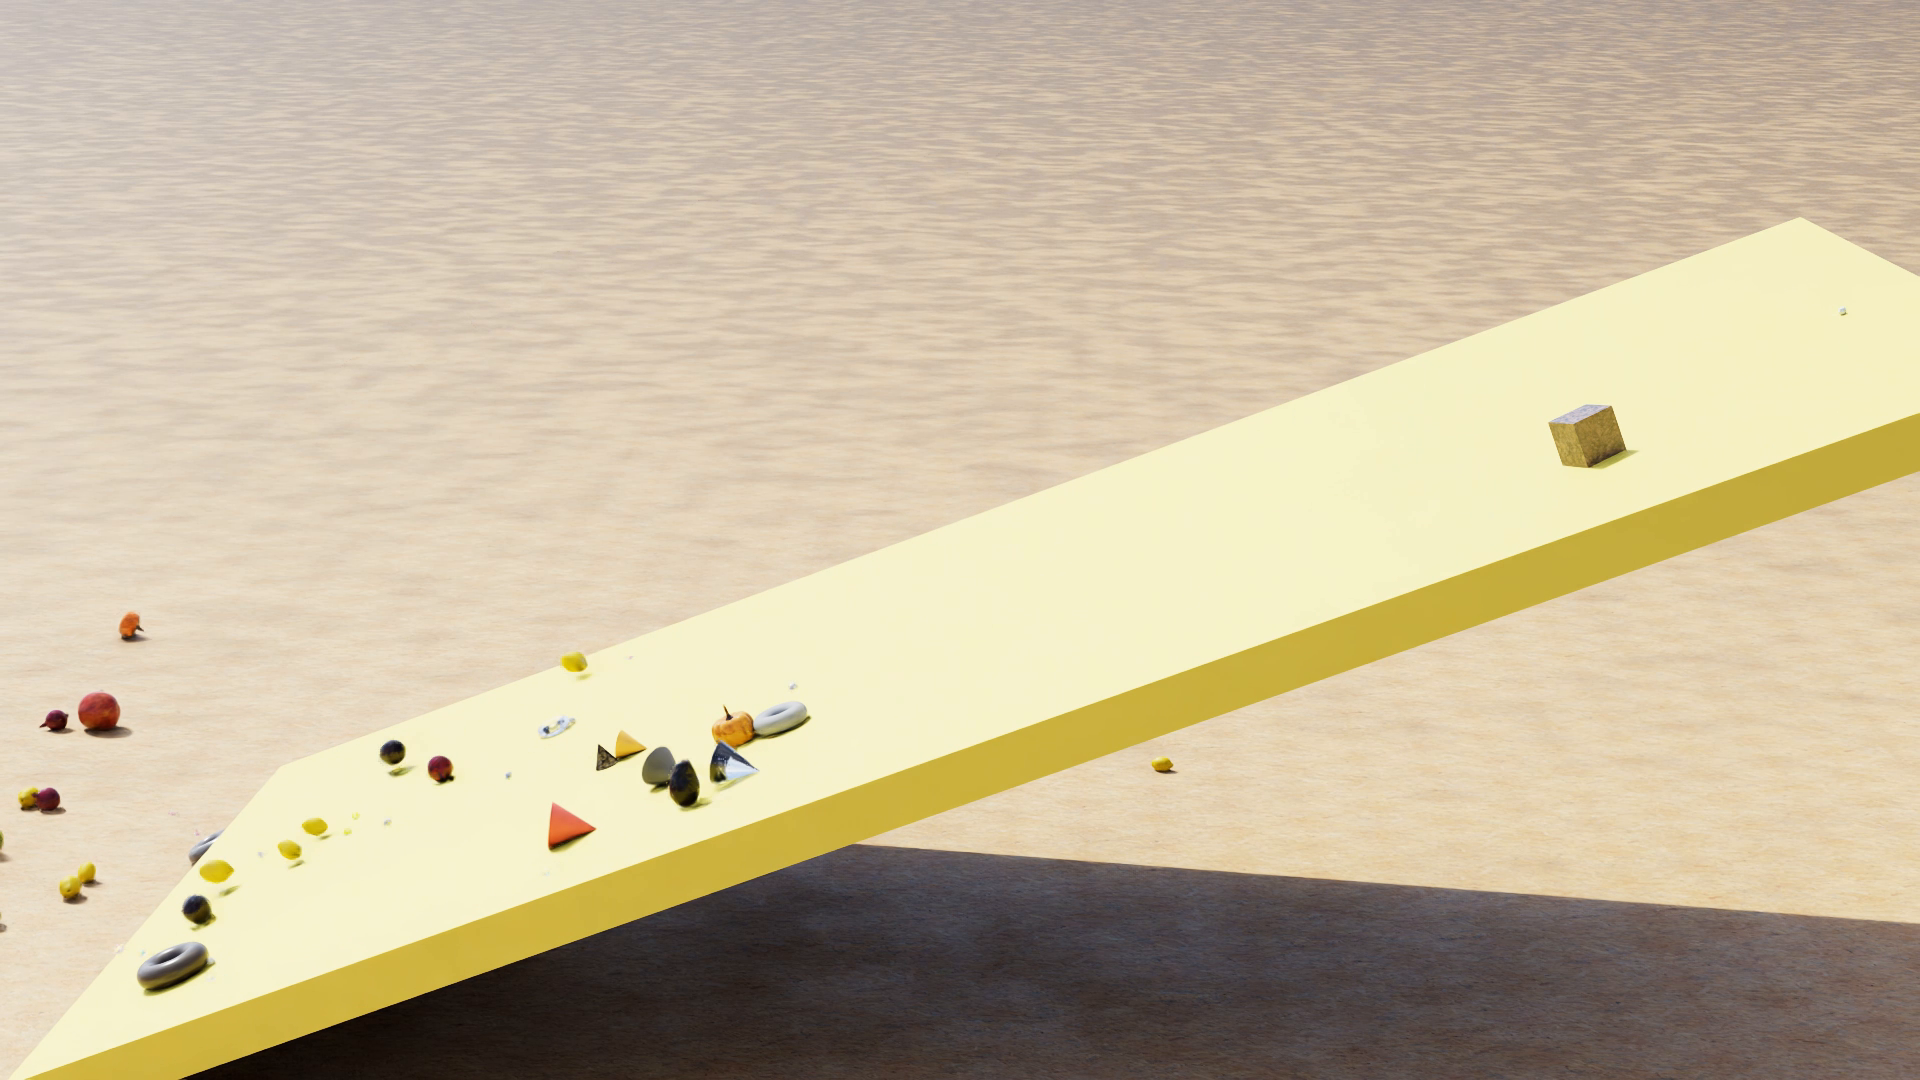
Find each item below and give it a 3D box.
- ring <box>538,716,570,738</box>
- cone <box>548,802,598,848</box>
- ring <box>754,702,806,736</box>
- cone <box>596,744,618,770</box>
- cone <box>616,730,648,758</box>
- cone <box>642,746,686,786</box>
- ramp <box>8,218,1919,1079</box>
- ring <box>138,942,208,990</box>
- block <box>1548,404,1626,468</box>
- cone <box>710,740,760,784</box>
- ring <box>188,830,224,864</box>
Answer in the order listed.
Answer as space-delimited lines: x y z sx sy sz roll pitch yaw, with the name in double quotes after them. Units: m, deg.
-0.924 0.424 6.693 0.078 0.026 0.078 -22 15 6 "ring"
-0.752 0.559 5.731 0.091 0.091 0.091 5 13 -4 "cone"
-0.364 0.361 5.956 0.115 0.038 0.115 -19 12 4 "ring"
-0.753 0.451 6.196 0.053 0.053 0.053 -20 12 4 "cone"
-0.689 0.436 6.214 0.063 0.063 0.063 8 14 8 "cone"
-0.575 0.465 5.855 0.083 0.083 0.083 24 25 36 "cone"
0.118 0.176 6.295 4.000 0.100 2.000 -20 12 7 "ramp"
-1.563 0.846 5.841 0.148 0.049 0.148 -19 12 4 "ring"
1.198 -0.199 5.617 0.091 0.091 0.091 -25 12 -17 "block"
-0.429 0.440 5.706 0.088 0.088 0.088 11 16 15 "cone"
-1.792 0.735 7.055 0.126 0.042 0.126 -26 11 6 "ring"
